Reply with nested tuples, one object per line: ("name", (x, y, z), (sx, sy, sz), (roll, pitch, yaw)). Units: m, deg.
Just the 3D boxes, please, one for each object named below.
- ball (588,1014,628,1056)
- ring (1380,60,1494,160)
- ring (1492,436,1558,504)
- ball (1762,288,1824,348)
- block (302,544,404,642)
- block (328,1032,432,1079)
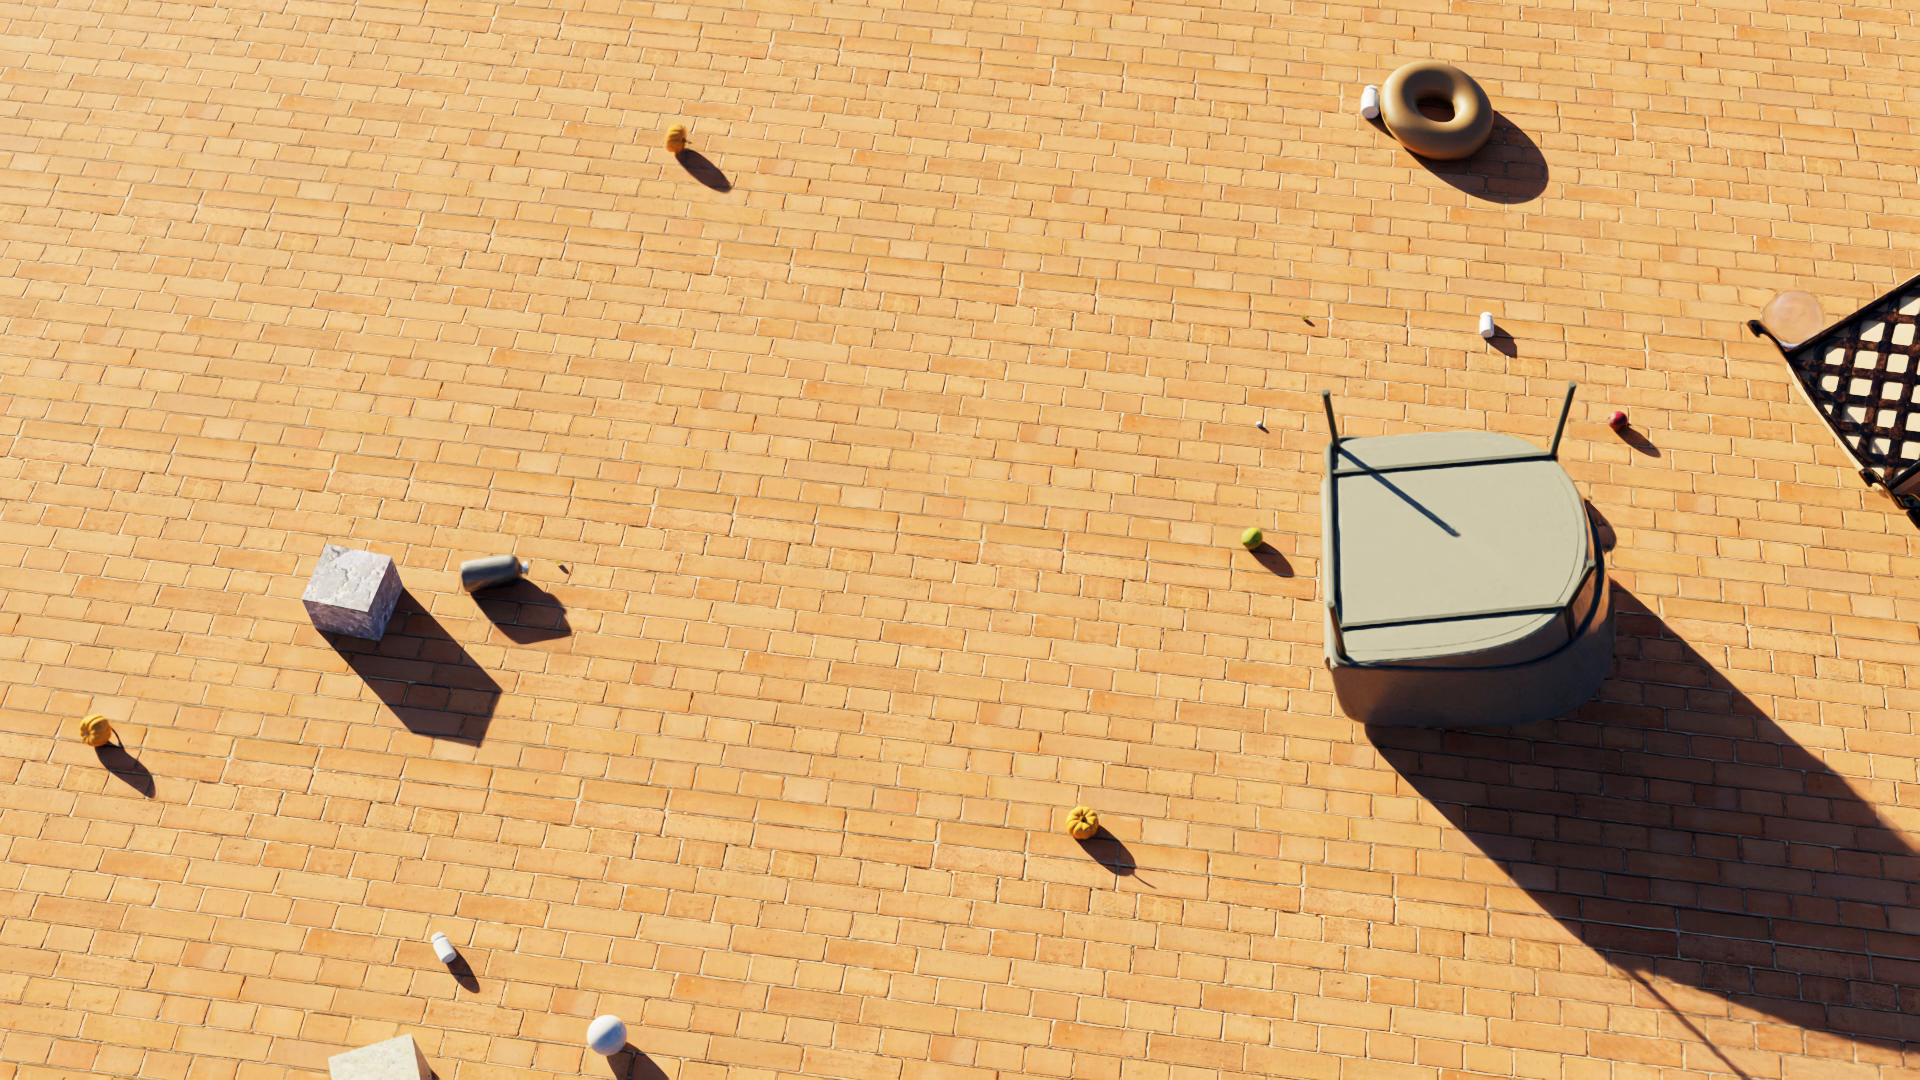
("ball", (-0.907, 1.274, 5.657), (0.103, 0.103, 0.103), (0, 56, 0))
("ring", (1.623, -1.465, 7.495), (0.373, 0.105, 0.441), (-16, 58, -9))
("ring", (1.714, -0.212, 6.665), (0.161, 0.088, 0.249), (-26, 59, -15))
("ball", (2.626, -0.698, 6.930), (0.186, 0.186, 0.186), (0, 56, 0))
("block", (-1.759, 0.153, 6.374), (0.200, 0.162, 0.193), (10, 57, 7))
("block", (-1.438, 1.381, 5.504), (0.206, 0.238, 0.159), (-15, 57, -10))
